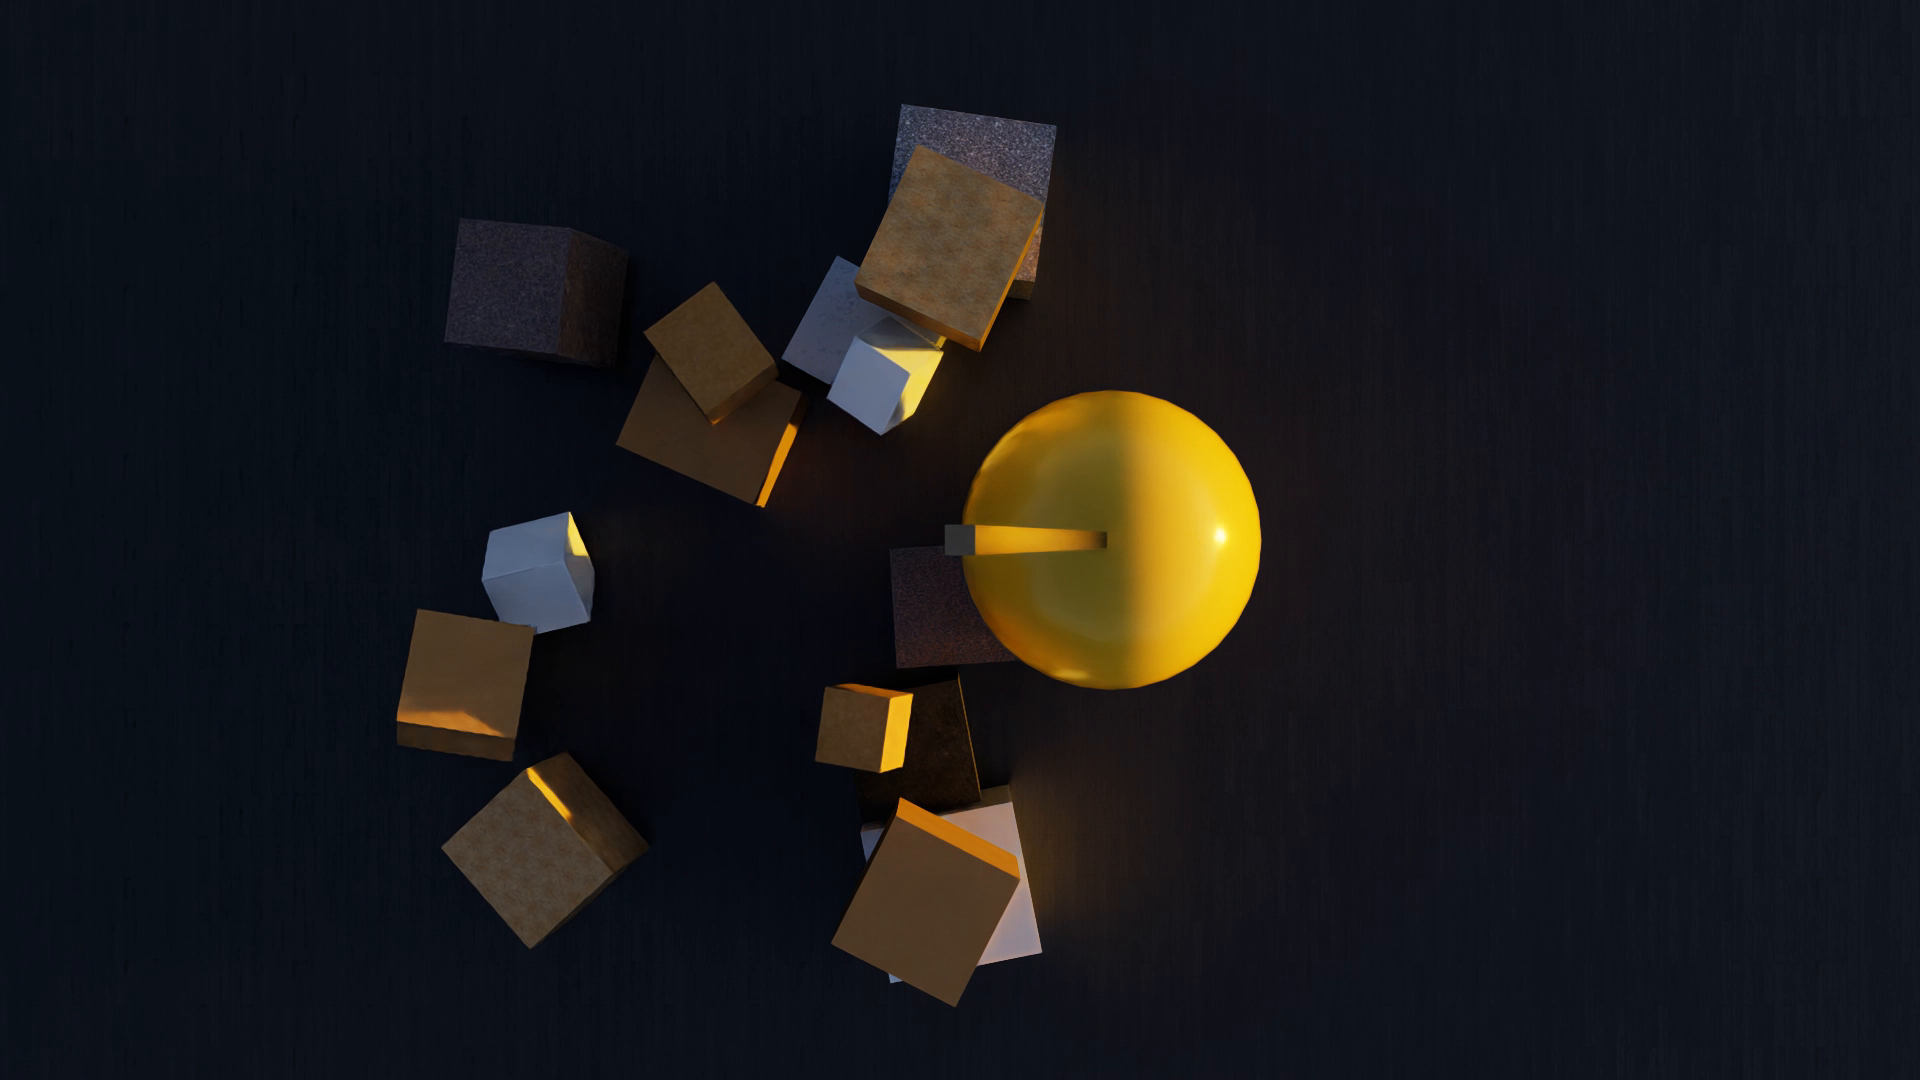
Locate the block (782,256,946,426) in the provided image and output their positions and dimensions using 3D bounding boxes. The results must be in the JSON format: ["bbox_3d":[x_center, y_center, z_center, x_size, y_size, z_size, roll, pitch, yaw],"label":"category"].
[{"bbox_3d":[-0.526,-1.130,12.644,0.723,0.713,0.657,29,90,0],"label":"block"}]

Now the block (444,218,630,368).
[{"bbox_3d":[-2.402,-1.396,12.538,0.689,0.763,0.694,7,90,16],"label":"block"}]

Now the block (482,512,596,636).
[{"bbox_3d":[-2.418,0.208,12.654,0.486,0.486,0.450,-14,125,4],"label":"block"}]

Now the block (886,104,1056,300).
[{"bbox_3d":[0.045,-1.910,12.548,0.865,0.904,0.867,8,90,0],"label":"block"}]

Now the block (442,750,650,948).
[{"bbox_3d":[-2.355,1.757,12.575,0.661,0.711,0.759,-42,87,9],"label":"block"}]

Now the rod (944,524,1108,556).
[{"bbox_3d":[0.345,0.000,8.327,0.080,5.200,0.080,0,90,8],"label":"rod"}]

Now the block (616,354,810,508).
[{"bbox_3d":[-1.405,-0.679,12.652,0.839,0.688,0.688,24,90,0],"label":"block"}]

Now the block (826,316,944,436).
[{"bbox_3d":[-0.408,-0.897,11.979,0.374,0.382,0.430,35,123,11],"label":"block"}]

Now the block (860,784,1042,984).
[{"bbox_3d":[-0.048,1.944,12.563,0.854,0.873,0.849,-11,90,0],"label":"block"}]

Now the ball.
[{"bbox_3d":[0.797,0.000,11.697,1.600,1.600,1.600,0,90,0],"label":"ball"}]

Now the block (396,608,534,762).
[{"bbox_3d":[-2.723,0.808,12.110,0.634,0.530,0.635,10,69,-10],"label":"block"}]

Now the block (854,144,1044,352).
[{"bbox_3d":[-0.056,-1.538,11.729,0.726,0.734,0.787,25,90,0],"label":"block"}]

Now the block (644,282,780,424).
[{"bbox_3d":[-1.358,-1.020,12.078,0.472,0.460,0.555,-37,87,-4],"label":"block"}]

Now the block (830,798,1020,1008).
[{"bbox_3d":[-0.177,1.910,11.716,0.721,0.821,0.738,27,90,0],"label":"block"}]

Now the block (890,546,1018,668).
[{"bbox_3d":[-0.023,0.361,12.665,0.706,0.669,0.671,-4,90,0],"label":"block"}]

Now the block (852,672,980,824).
[{"bbox_3d":[-0.279,1.179,12.629,0.674,0.742,0.692,-11,90,0],"label":"block"}]

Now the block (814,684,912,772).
[{"bbox_3d":[-0.522,1.022,12.004,0.374,0.421,0.405,8,91,15],"label":"block"}]
